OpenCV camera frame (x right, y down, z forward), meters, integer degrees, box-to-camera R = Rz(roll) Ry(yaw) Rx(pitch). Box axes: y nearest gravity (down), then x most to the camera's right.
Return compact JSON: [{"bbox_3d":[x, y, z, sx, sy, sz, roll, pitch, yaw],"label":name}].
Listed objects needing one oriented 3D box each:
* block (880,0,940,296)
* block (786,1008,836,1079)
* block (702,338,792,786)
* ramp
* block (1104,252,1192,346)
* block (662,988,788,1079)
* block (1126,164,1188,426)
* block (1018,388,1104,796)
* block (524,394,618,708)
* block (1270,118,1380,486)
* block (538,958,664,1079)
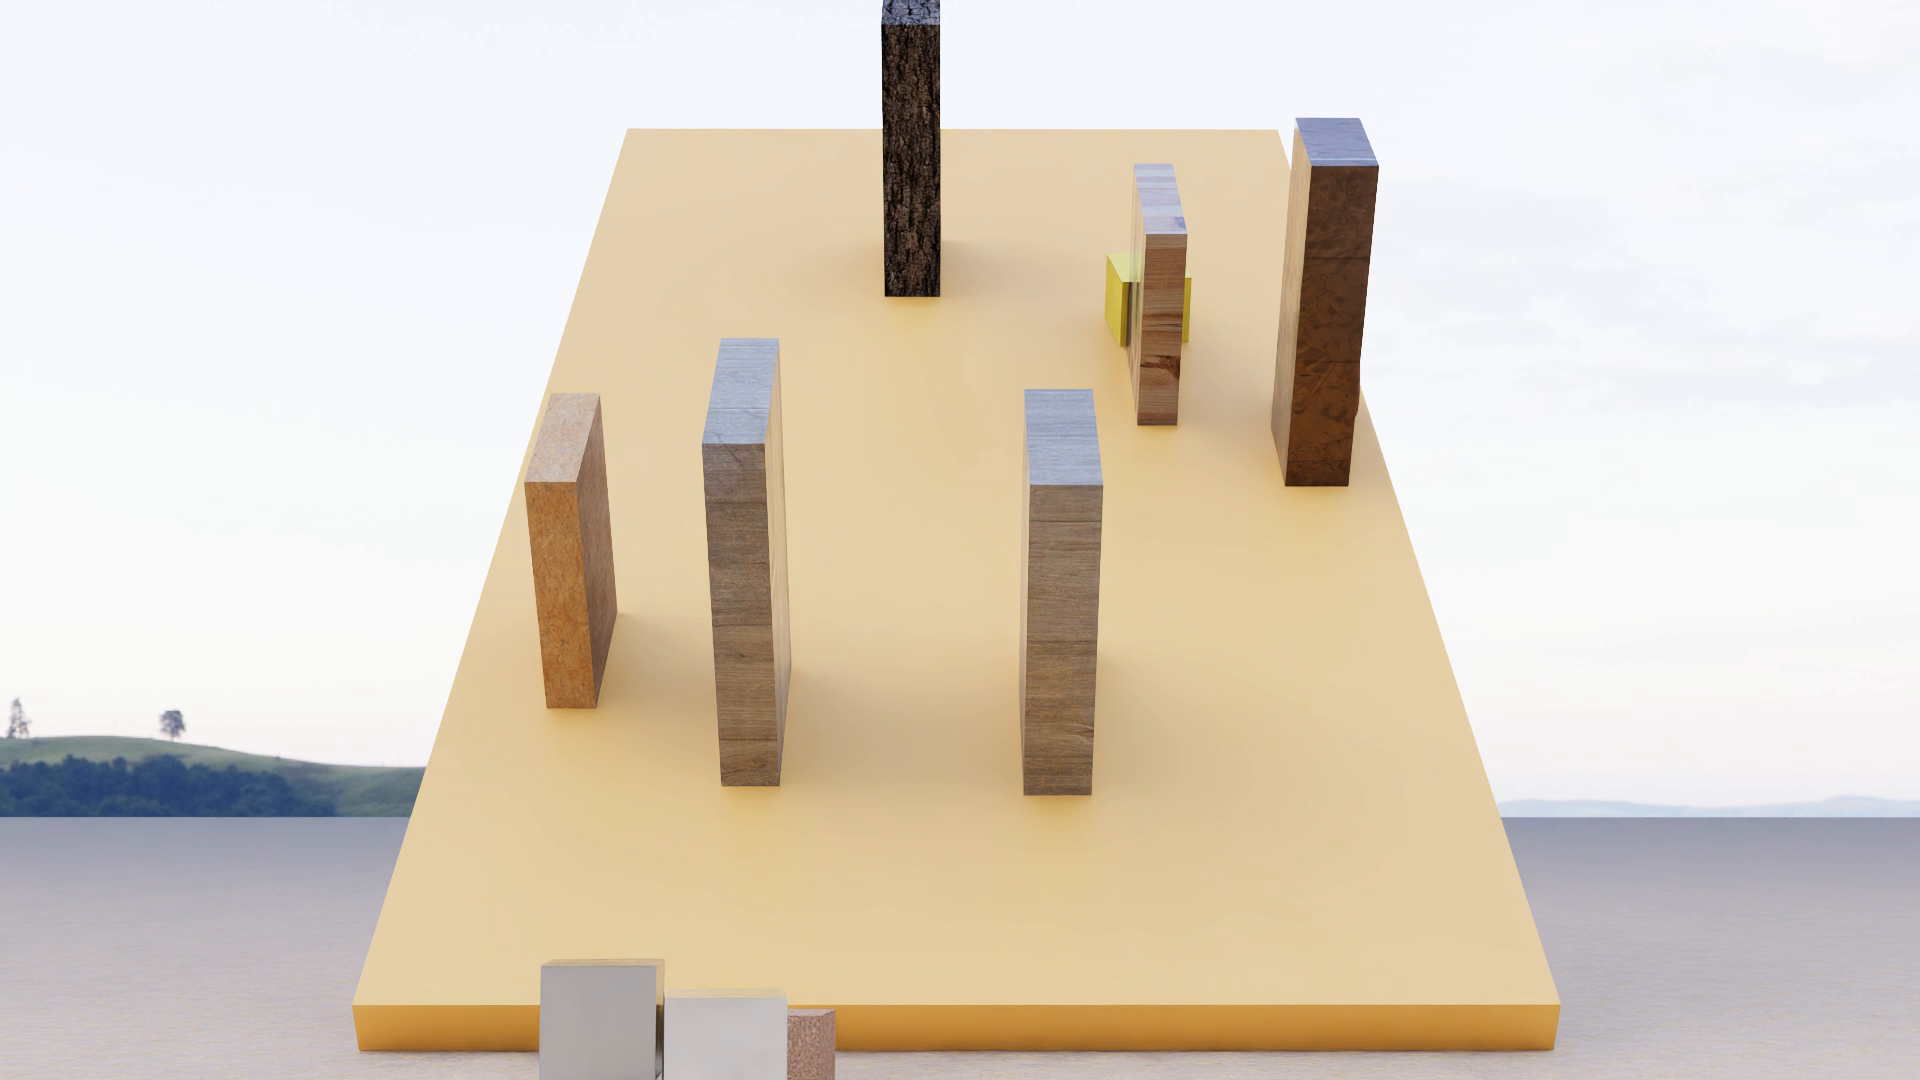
[{"bbox_3d":[-0.125,-1.055,6.369,0.147,0.741,0.371,0,31,0],"label":"block"},{"bbox_3d":[-0.244,0.729,3.446,0.114,0.114,0.114,-1,-6,8],"label":"block"},{"bbox_3d":[-0.391,0.042,4.522,0.108,0.727,0.414,0,31,0],"label":"block"},{"bbox_3d":[-0.014,-0.205,5.756,2.000,0.100,4.000,0,31,0],"label":"ramp"},{"bbox_3d":[0.478,-0.619,6.187,0.179,0.179,0.179,-5,31,-8],"label":"block"},{"bbox_3d":[-0.313,0.680,3.210,0.158,0.158,0.158,1,-6,-8],"label":"block"},{"bbox_3d":[0.470,-0.595,5.836,0.095,0.493,0.430,0,31,0],"label":"block"},{"bbox_3d":[0.182,0.098,4.495,0.127,0.662,0.363,0,31,0],"label":"block"},{"bbox_3d":[-0.761,0.020,4.772,0.097,0.508,0.359,0,31,0],"label":"block"},{"bbox_3d":[0.813,-0.529,5.448,0.144,0.778,0.286,0,31,0],"label":"block"},{"bbox_3d":[-0.540,0.726,3.672,0.171,0.171,0.171,0,-6,-3],"label":"block"}]
